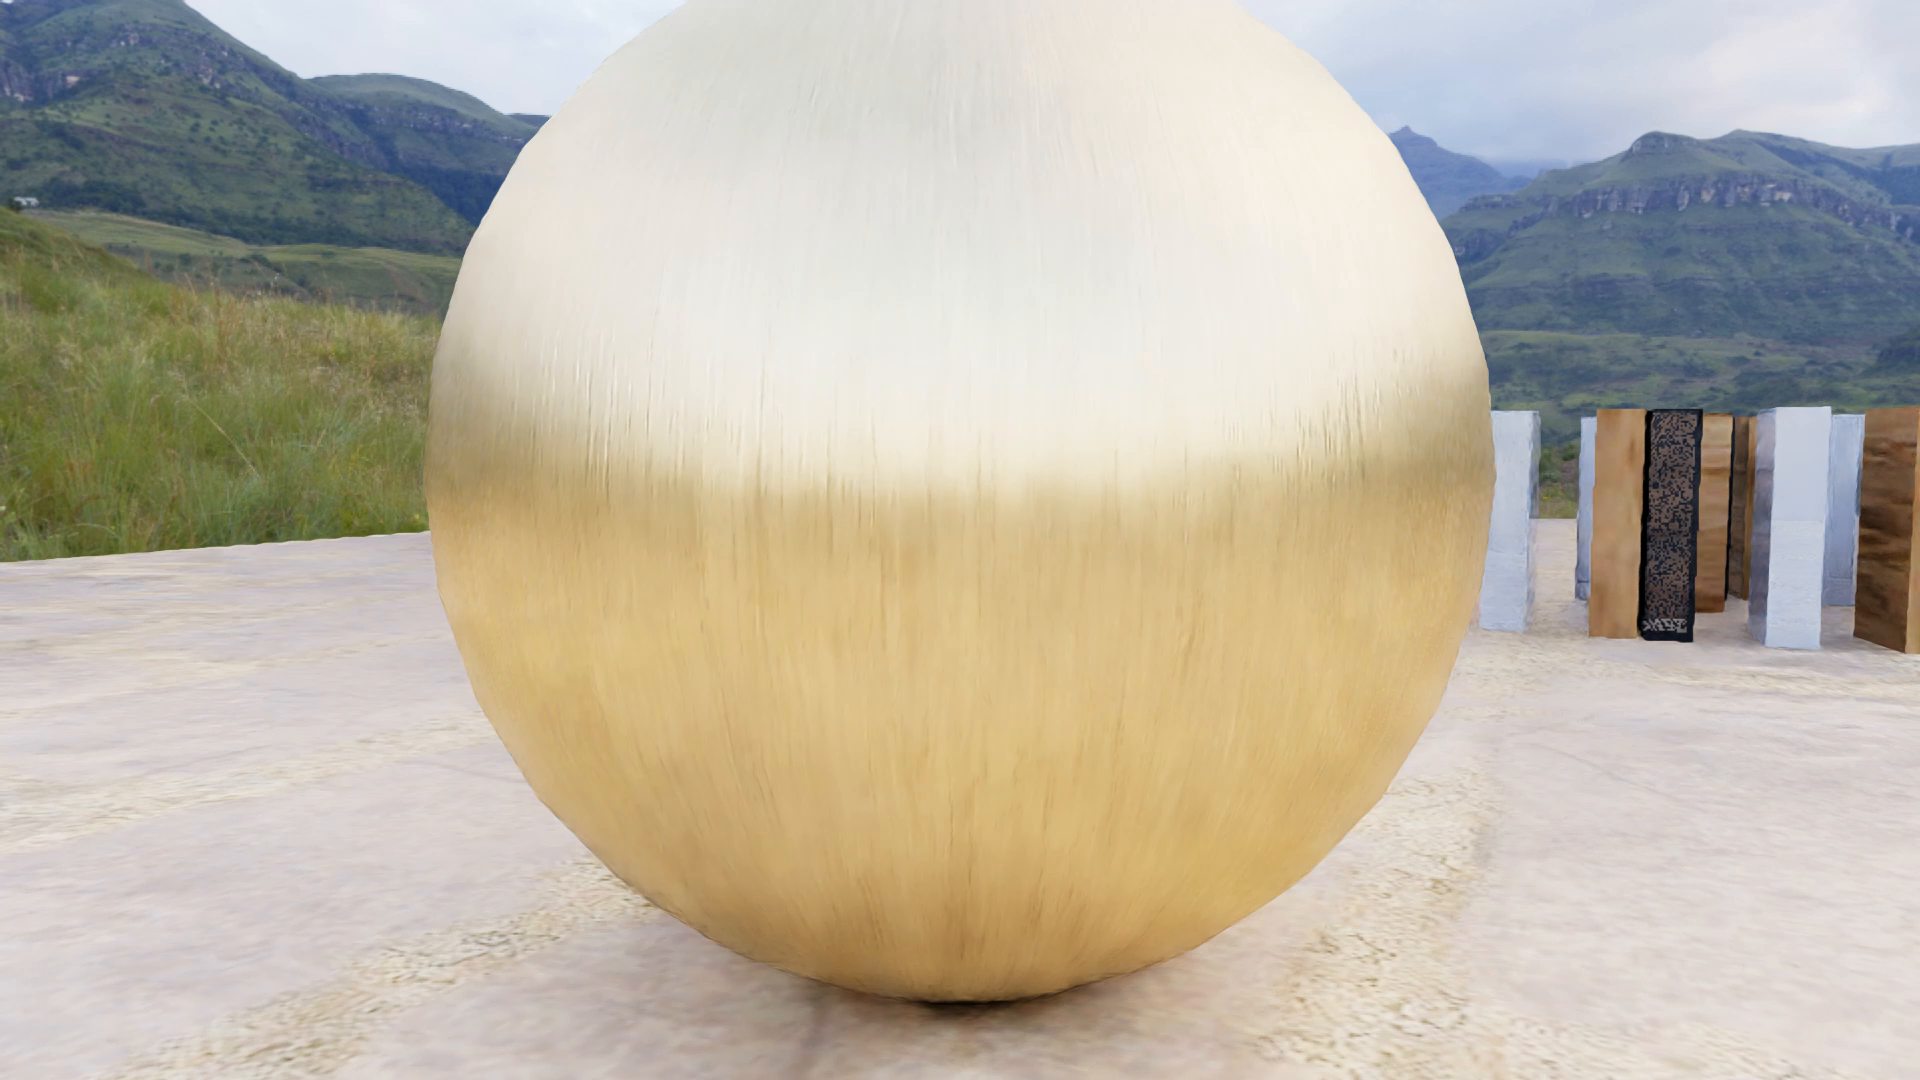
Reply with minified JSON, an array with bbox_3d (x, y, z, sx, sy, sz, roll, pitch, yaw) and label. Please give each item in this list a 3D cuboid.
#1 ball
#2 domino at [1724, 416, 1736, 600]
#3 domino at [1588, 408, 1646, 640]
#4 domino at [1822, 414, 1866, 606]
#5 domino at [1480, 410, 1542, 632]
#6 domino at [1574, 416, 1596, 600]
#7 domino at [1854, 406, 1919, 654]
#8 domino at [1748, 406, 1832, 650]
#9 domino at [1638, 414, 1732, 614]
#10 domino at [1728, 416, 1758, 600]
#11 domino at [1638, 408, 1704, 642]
[{"bbox_3d":[0.000,-0.005,0.103,0.080,0.080,0.080,0,4,0],"label":"ball"},{"bbox_3d":[0.200,-0.009,0.358,0.010,0.050,0.025,-1,5,-18],"label":"domino"},{"bbox_3d":[0.149,-0.004,0.291,0.010,0.050,0.025,2,5,28],"label":"domino"},{"bbox_3d":[0.240,-0.008,0.345,0.025,0.050,0.010,-4,6,-40],"label":"domino"},{"bbox_3d":[0.130,-0.005,0.301,0.010,0.050,0.025,2,5,29],"label":"domino"},{"bbox_3d":[0.181,-0.008,0.346,0.025,0.050,0.010,3,5,35],"label":"domino"},{"bbox_3d":[0.199,-0.003,0.269,0.009,0.050,0.025,1,4,15],"label":"domino"},{"bbox_3d":[0.179,-0.003,0.277,0.009,0.050,0.025,2,5,24],"label":"domino"},{"bbox_3d":[0.179,-0.007,0.325,0.025,0.050,0.010,-1,4,-7],"label":"domino"},{"bbox_3d":[0.222,-0.009,0.359,0.009,0.050,0.025,1,5,19],"label":"domino"},{"bbox_3d":[0.158,-0.004,0.287,0.010,0.050,0.025,2,5,26],"label":"domino"}]
